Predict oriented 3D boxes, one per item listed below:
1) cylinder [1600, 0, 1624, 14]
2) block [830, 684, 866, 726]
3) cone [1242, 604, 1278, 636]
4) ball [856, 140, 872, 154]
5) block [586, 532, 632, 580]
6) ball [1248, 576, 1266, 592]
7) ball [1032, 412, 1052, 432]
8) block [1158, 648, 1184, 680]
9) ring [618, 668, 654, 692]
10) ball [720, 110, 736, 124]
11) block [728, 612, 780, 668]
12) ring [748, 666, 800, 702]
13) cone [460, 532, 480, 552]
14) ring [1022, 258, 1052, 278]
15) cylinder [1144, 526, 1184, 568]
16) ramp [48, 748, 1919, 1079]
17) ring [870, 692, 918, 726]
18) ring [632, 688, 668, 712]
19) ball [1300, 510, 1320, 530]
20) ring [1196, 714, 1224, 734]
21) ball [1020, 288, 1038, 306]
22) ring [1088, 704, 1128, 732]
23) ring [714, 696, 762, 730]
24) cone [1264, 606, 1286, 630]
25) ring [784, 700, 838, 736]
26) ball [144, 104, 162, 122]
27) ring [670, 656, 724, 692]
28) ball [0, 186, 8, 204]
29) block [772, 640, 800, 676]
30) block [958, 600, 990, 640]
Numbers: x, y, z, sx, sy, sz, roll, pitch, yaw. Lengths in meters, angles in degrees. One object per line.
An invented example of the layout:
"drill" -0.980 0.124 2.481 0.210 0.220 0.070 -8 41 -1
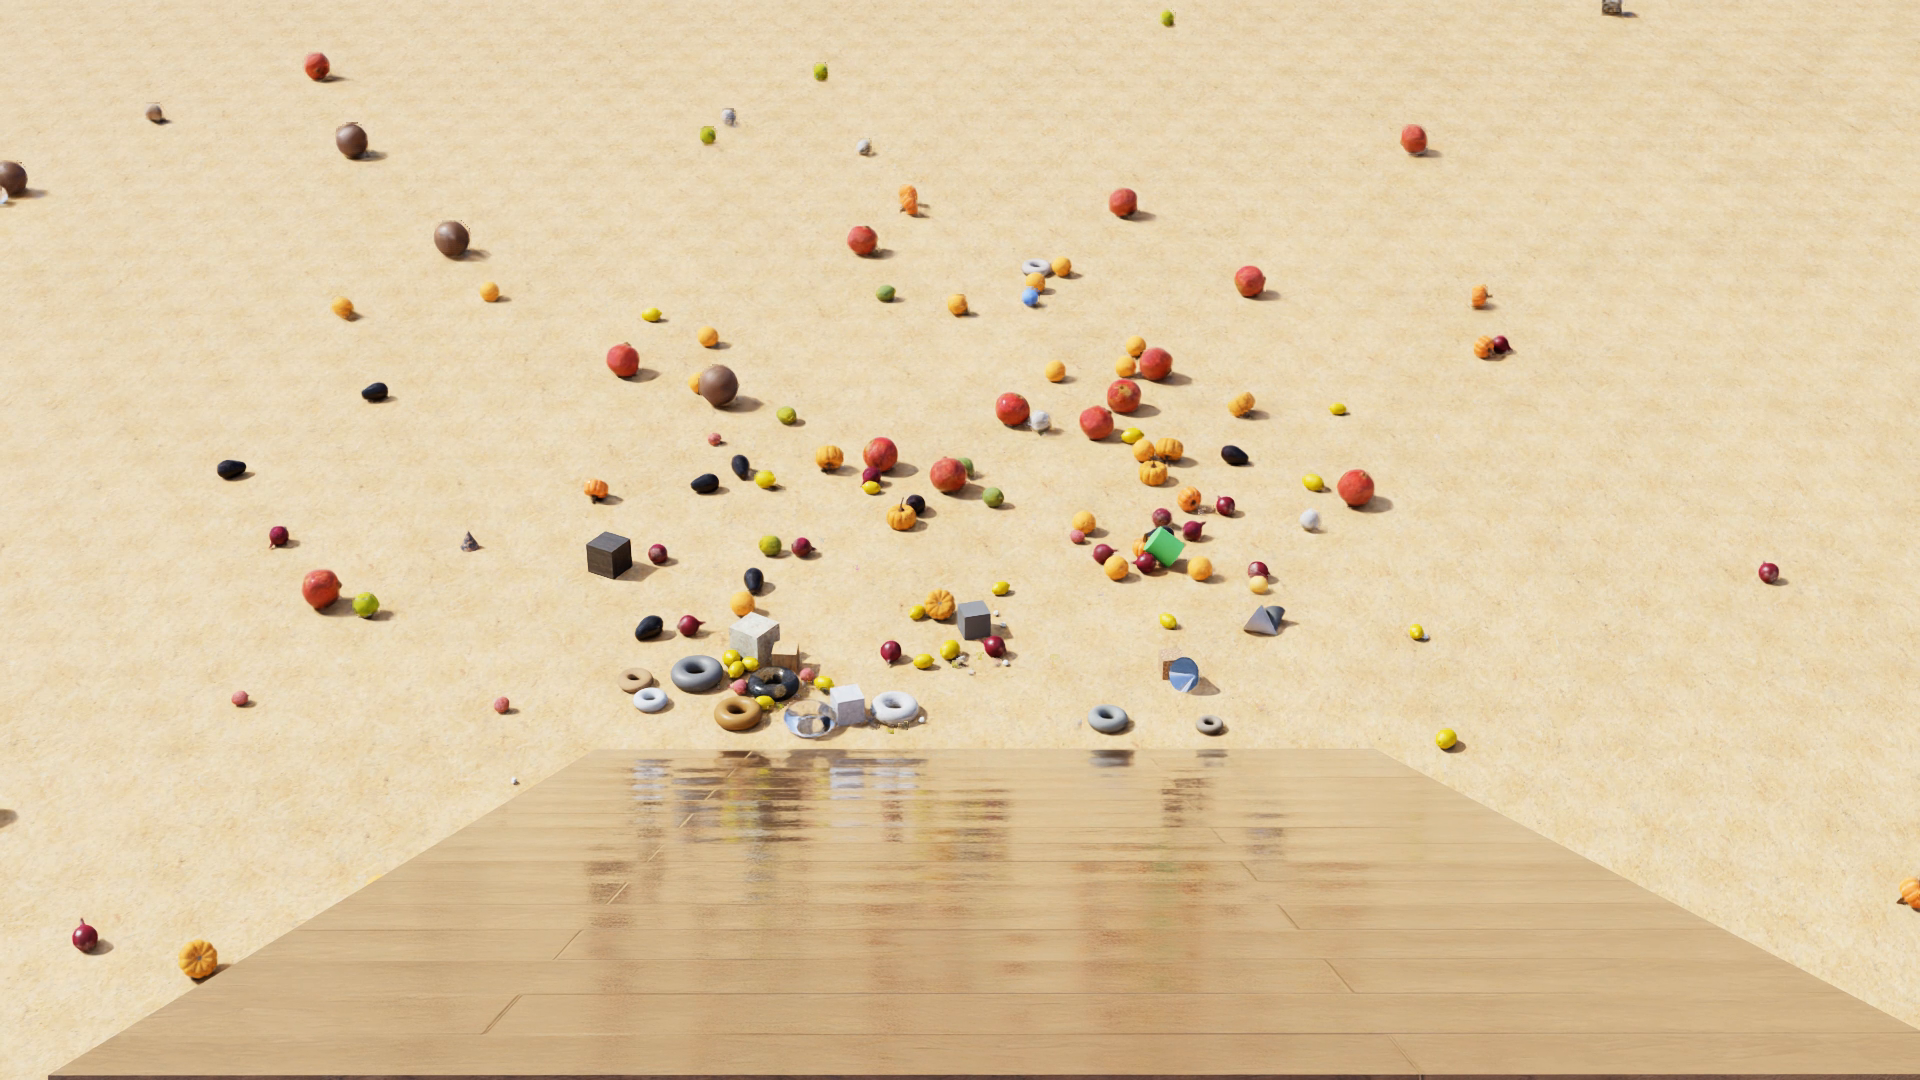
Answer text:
"cylinder" 3.051 -2.509 12.101 0.093 0.093 0.093 7 30 12
"block" -0.300 0.441 6.912 0.075 0.075 0.075 -9 31 -15
"cone" 0.861 0.243 7.297 0.090 0.090 0.090 37 39 9
"ball" -0.392 -1.599 10.530 0.059 0.059 0.059 0 30 0
"block" -1.030 0.045 7.593 0.093 0.093 0.093 16 33 26
"ball" 0.862 0.128 7.490 0.051 0.051 0.051 0 30 0
"ball" 0.264 -0.384 8.376 0.067 0.067 0.067 0 30 0
"block" 0.581 0.340 7.104 0.061 0.061 0.061 -4 30 -7
"ring" -0.886 0.382 7.060 0.098 0.033 0.098 1 29 -1
"ball" -0.972 -1.770 10.829 0.063 0.063 0.063 0 30 0
"block" -0.569 0.277 7.176 0.099 0.099 0.099 19 35 30
"ring" -0.507 0.392 7.028 0.143 0.048 0.143 -1 30 1
"cone" -1.465 -0.004 7.715 0.058 0.058 0.058 0 30 0
"ring" 0.281 -0.998 9.491 0.112 0.037 0.112 1 31 0
"cylinder" 0.600 0.020 7.610 0.086 0.086 0.086 36 31 -7
"ramp" 0.066 0.591 4.644 2.000 0.100 4.000 0 0 0
"ring" -0.175 0.450 6.929 0.131 0.044 0.131 1 30 -1
"ring" -0.835 0.431 6.975 0.094 0.031 0.094 -1 31 0
"ball" 1.055 -0.060 7.812 0.060 0.060 0.060 0 30 0
"ring" 0.663 0.491 6.875 0.075 0.025 0.075 -1 30 0
"ball" 0.248 -0.867 9.234 0.062 0.062 0.062 0 30 0
"ring" 0.393 0.475 6.891 0.109 0.036 0.109 1 29 -1
"ring" -0.592 0.463 6.907 0.130 0.043 0.130 0 31 0
"cone" 0.891 0.232 7.328 0.067 0.067 0.067 0 56 0
"ring" -0.398 0.474 6.883 0.143 0.048 0.143 1 29 -1
"ball" -3.386 -1.794 10.855 0.078 0.078 0.078 0 30 0
"ring" -0.719 0.364 7.076 0.145 0.048 0.145 -1 30 1
"ball" -3.742 -1.341 10.058 0.075 0.075 0.075 0 30 0
"block" -0.480 0.325 7.124 0.068 0.068 0.068 2 30 3
"block" 0.040 0.226 7.290 0.076 0.076 0.076 -8 30 -14
